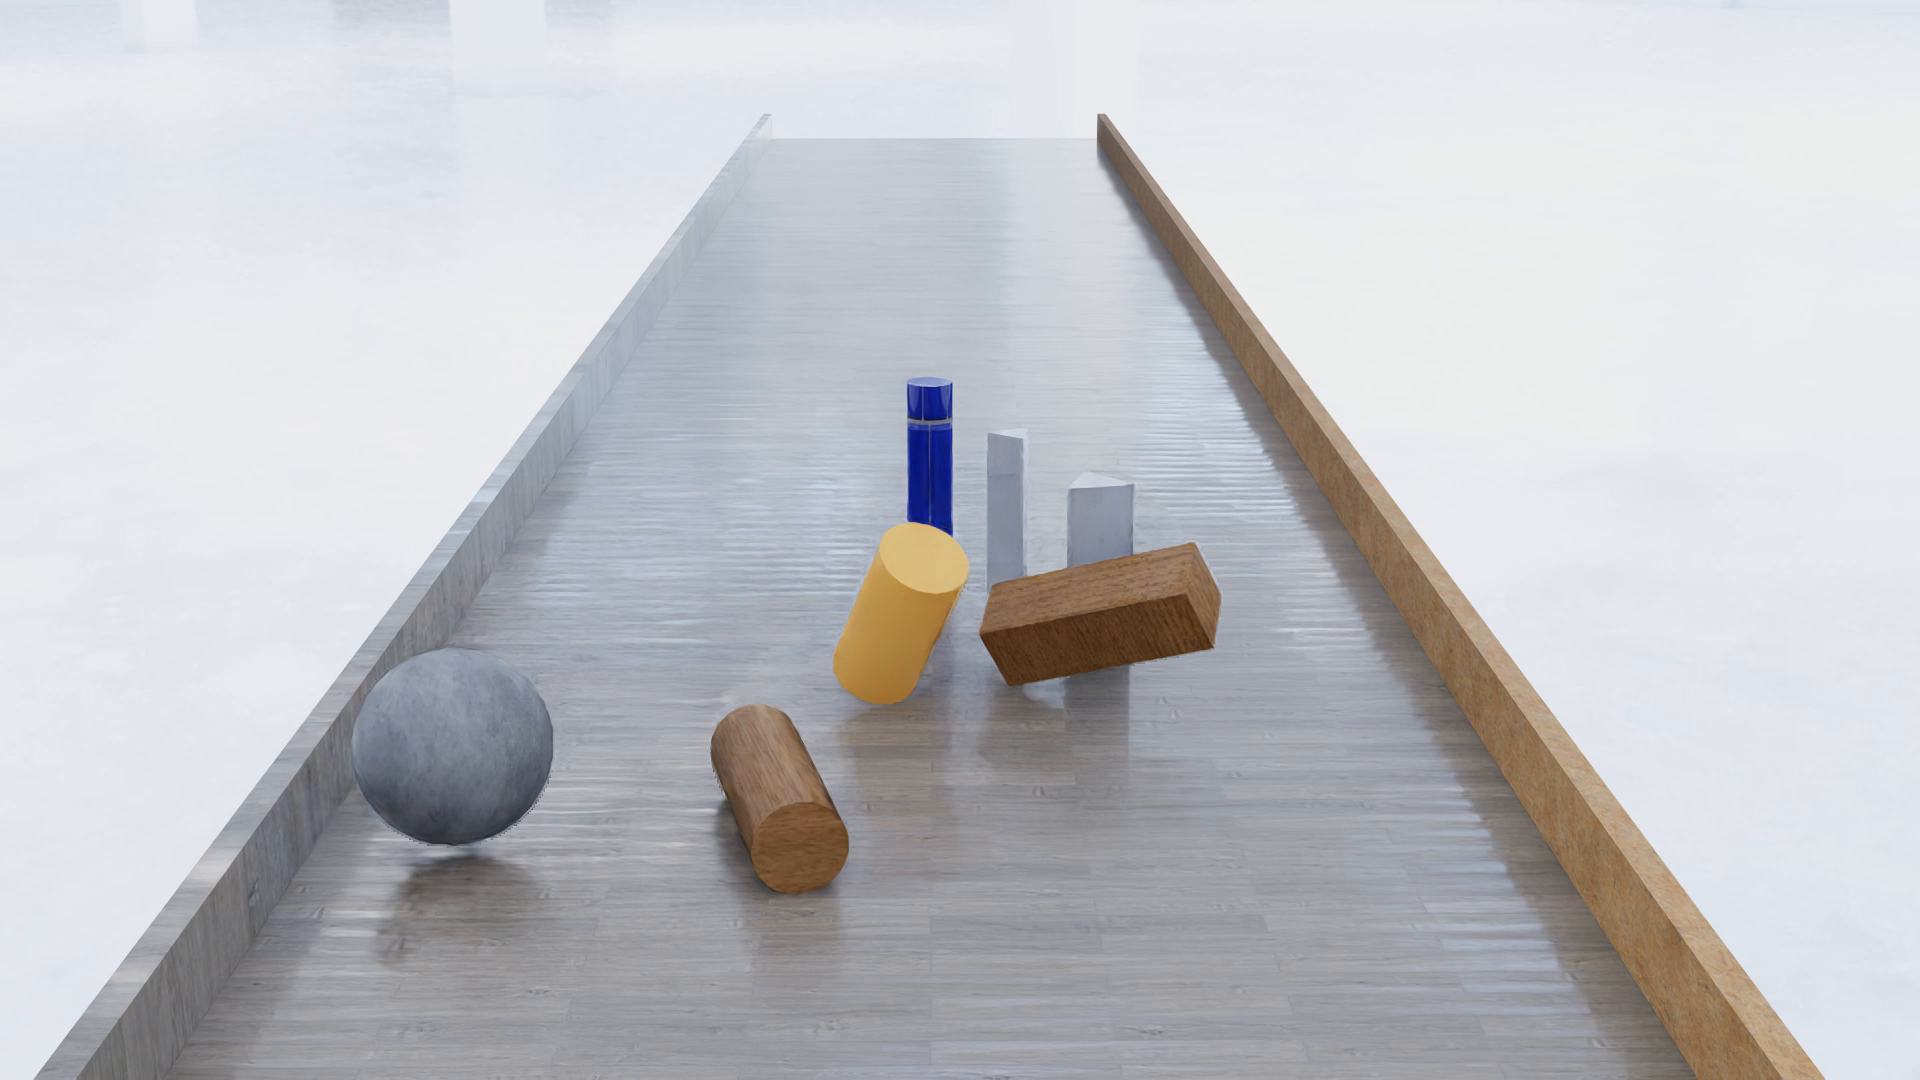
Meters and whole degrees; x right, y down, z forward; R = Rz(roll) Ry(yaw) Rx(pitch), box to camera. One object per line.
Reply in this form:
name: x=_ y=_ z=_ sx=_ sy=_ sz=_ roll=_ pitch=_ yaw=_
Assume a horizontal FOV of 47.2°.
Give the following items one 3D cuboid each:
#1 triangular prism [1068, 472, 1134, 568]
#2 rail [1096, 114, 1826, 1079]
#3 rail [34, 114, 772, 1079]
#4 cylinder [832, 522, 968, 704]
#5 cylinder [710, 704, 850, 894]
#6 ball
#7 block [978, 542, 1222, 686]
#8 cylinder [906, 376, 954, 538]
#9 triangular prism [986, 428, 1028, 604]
triangular prism: x=0.265 y=0.054 z=4.404 sx=0.132 sy=0.366 sz=0.114 roll=-4 pitch=17 yaw=-12
rail: x=0.932 y=-0.844 z=7.801 sx=0.050 sy=0.150 sz=12.000 roll=0 pitch=17 yaw=-1
rail: x=-1.118 y=-0.838 z=7.780 sx=0.050 sy=0.150 sz=12.000 roll=0 pitch=17 yaw=-1
cylinder: x=-0.115 y=0.140 z=4.110 sx=0.169 sy=0.330 sz=0.169 roll=12 pitch=45 yaw=-13
cylinder: x=-0.298 y=0.413 z=3.571 sx=0.153 sy=0.153 sz=0.431 roll=-4 pitch=17 yaw=-14
ball: x=-0.805 y=0.328 z=3.495 sx=0.313 sy=0.313 sz=0.313 roll=0 pitch=17 yaw=0
block: x=0.268 y=0.144 z=4.195 sx=0.424 sy=0.143 sz=0.143 roll=-12 pitch=37 yaw=25
cylinder: x=-0.066 y=-0.131 z=4.879 sx=0.101 sy=0.450 sz=0.101 roll=0 pitch=17 yaw=0
triangular prism: x=0.117 y=-0.033 z=4.633 sx=0.091 sy=0.402 sz=0.079 roll=12 pitch=21 yaw=36
